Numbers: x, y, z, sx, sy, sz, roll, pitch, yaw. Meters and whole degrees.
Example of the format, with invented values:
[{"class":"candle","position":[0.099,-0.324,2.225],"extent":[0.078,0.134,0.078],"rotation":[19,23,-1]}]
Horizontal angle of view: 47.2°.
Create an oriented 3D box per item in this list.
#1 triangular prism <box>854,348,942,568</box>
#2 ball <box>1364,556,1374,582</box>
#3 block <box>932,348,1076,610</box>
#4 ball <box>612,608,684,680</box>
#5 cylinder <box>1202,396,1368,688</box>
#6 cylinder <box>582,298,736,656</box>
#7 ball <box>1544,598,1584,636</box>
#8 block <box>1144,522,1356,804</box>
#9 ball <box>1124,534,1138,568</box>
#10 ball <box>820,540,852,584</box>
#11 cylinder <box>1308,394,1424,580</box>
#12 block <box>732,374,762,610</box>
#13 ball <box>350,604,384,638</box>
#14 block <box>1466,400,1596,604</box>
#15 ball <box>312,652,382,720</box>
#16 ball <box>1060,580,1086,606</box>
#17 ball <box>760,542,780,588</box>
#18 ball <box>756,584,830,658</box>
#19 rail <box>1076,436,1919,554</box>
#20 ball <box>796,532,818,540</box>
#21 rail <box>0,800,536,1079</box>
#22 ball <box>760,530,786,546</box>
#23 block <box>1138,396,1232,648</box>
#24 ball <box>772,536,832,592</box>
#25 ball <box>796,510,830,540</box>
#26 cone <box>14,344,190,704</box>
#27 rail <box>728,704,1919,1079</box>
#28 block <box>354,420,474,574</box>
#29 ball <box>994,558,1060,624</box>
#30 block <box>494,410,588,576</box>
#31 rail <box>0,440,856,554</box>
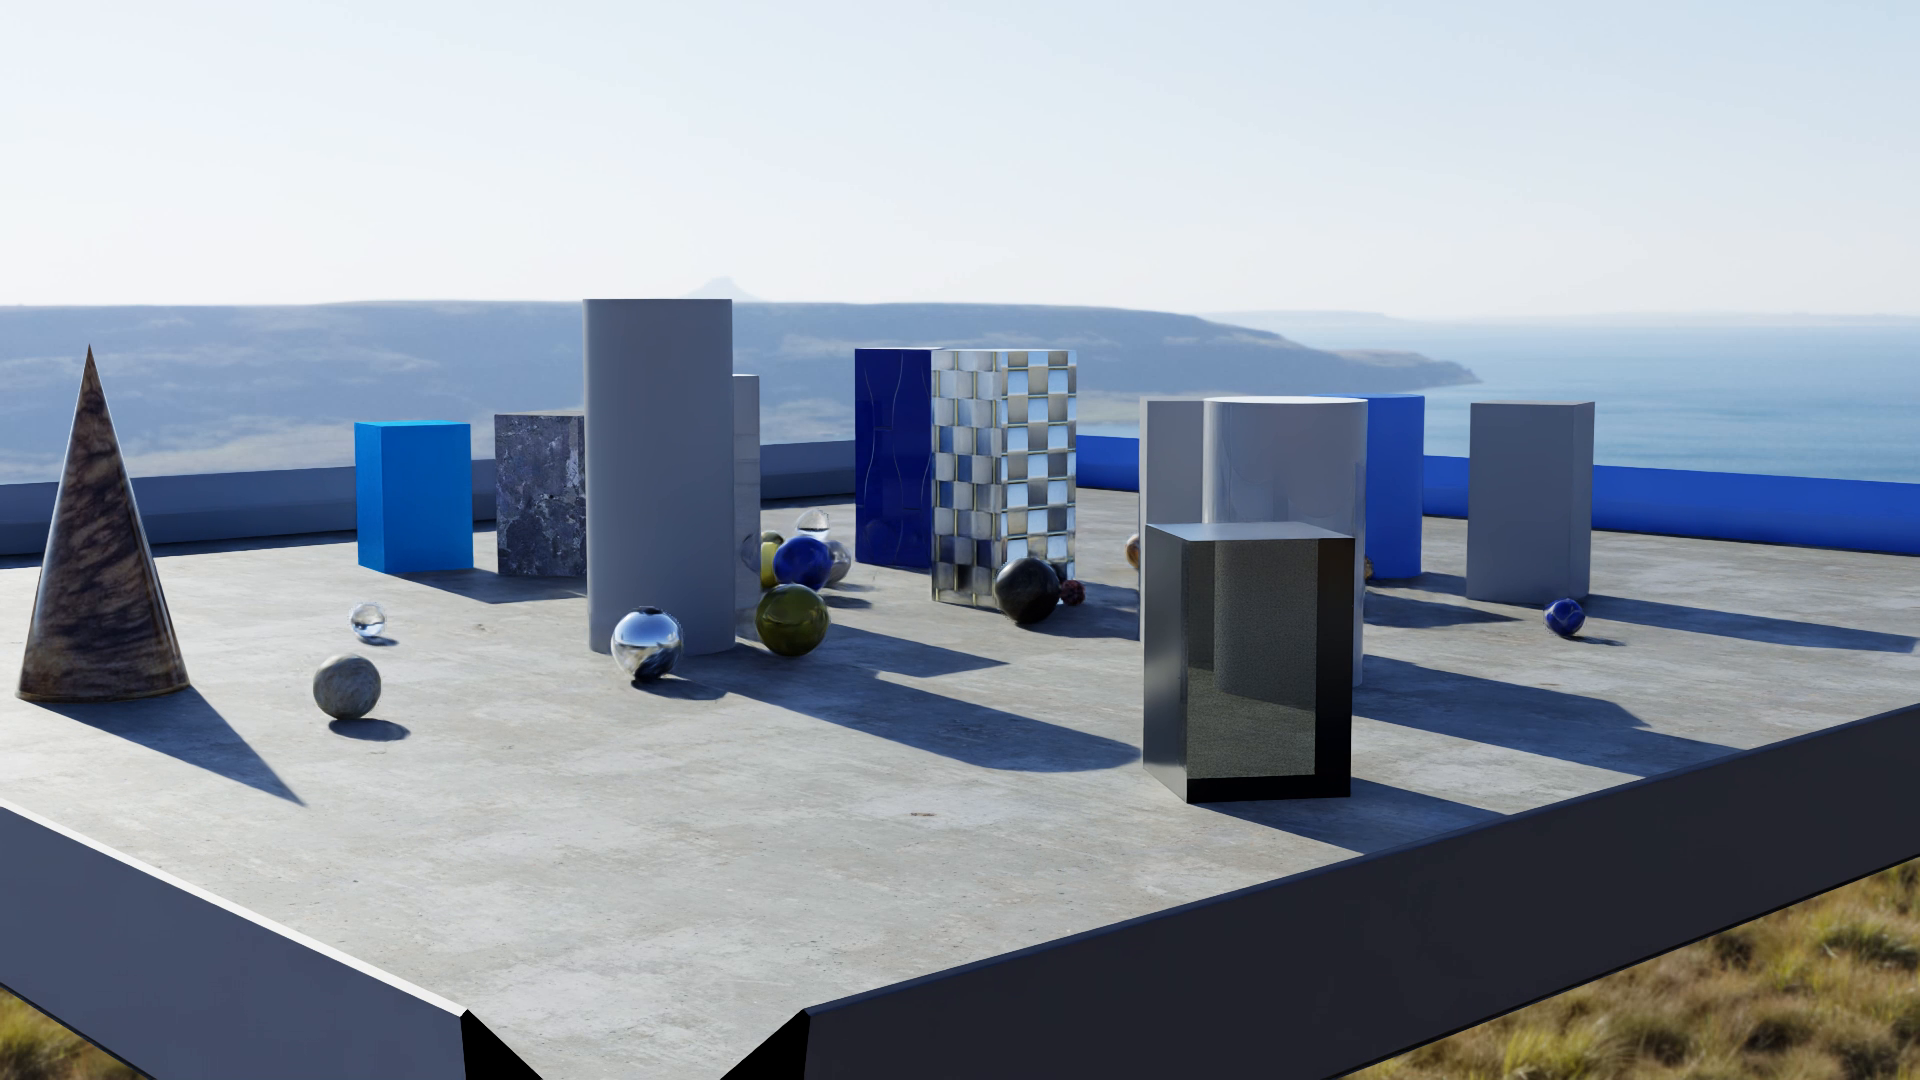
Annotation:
[{"class":"triangular prism","position":[-0.074,-0.150,3.879],"extent":[0.168,0.377,0.145],"rotation":[4,7,34]},{"class":"ball","position":[0.652,0.047,3.589],"extent":[0.045,0.045,0.045],"rotation":[0,6,0]},{"class":"block","position":[0.066,-0.097,3.345],"extent":[0.155,0.383,0.155],"rotation":[-5,8,-42]},{"class":"ball","position":[-0.377,0.125,2.650],"extent":[0.086,0.086,0.086],"rotation":[0,6,0]},{"class":"cylinder","position":[0.388,0.000,2.638],"extent":[0.194,0.337,0.194],"rotation":[0,6,0]},{"class":"cylinder","position":[-0.395,-0.087,2.895],"extent":[0.194,0.458,0.194],"rotation":[0,6,0]},{"class":"ball","position":[0.826,0.105,3.004],"extent":[0.052,0.052,0.052],"rotation":[0,6,0]},{"class":"block","position":[0.268,0.110,2.065],"extent":[0.155,0.239,0.155],"rotation":[-1,6,-10]},{"class":"ball","position":[0.314,0.019,3.773],"extent":[0.064,0.064,0.064],"rotation":[0,6,0]},{"class":"ball","position":[-0.213,0.035,3.579],"extent":[0.072,0.072,0.072],"rotation":[0,6,0]},{"class":"cylinder","position":[0.684,-0.094,3.719],"extent":[0.194,0.300,0.194],"rotation":[0,6,0]},{"class":"block","position":[-0.408,-0.073,3.287],"extent":[0.155,0.347,0.155],"rotation":[-6,8,-43]},{"class":"ball","position":[-0.806,0.110,2.991],"extent":[0.047,0.047,0.047],"rotation":[0,6,0]},{"class":"block","position":[0.884,-0.062,3.405],"extent":[0.155,0.302,0.155],"rotation":[3,7,27]},{"class":"ball","position":[-0.666,0.159,2.390],"extent":[0.073,0.073,0.073],"rotation":[0,6,0]},{"class":"ball","position":[0.169,0.079,3.310],"extent":[0.040,0.040,0.040],"rotation":[0,6,0]},{"class":"ball","position":[-0.307,0.041,3.512],"extent":[0.074,0.074,0.074],"rotation":[0,6,0]},{"class":"ball","position":[-0.215,0.103,2.822],"extent":[0.095,0.095,0.095],"rotation":[0,6,0]},{"class":"rail","position":[1.271,-0.090,4.498],"extent":[0.045,0.126,3.345],"rotation":[-5,8,-42]},{"class":"ball","position":[-0.269,0.018,3.806],"extent":[0.059,0.059,0.059],"rotation":[0,6,0]},{"class":"rail","position":[-1.271,0.155,2.166],"extent":[0.045,0.126,3.345],"rotation":[-5,8,-42]},{"class":"ball","position":[-0.327,0.017,3.782],"extent":[0.066,0.066,0.066],"rotation":[0,6,0]},{"class":"block","position":[0.319,-0.024,2.913],"extent":[0.155,0.328,0.155],"rotation":[0,6,1]},{"class":"ball","position":[-0.246,0.040,3.434],"extent":[0.093,0.093,0.093],"rotation":[0,6,0]},{"class":"ball","position":[-0.280,-0.024,4.179],"extent":[0.065,0.065,0.065],"rotation":[0,6,0]},{"class":"cone","position":[-1.007,-0.026,2.564],"extent":[0.194,0.406,0.194],"rotation":[0,6,0]},{"class":"rail","position":[1.118,0.159,2.127],"extent":[3.506,0.126,0.045],"rotation":[-5,8,-42]},{"class":"block","position":[-0.945,-0.078,3.805],"extent":[0.155,0.249,0.155],"rotation":[-4,7,-31]},{"class":"ball","position":[0.096,0.071,3.129],"extent":[0.094,0.094,0.094],"rotation":[0,6,0]},{"class":"block","position":[-0.685,-0.083,3.761],"extent":[0.155,0.268,0.155],"rotation":[2,6,18]},{"class":"rail","position":[-1.118,-0.094,4.537],"extent":[3.506,0.126,0.045],"rotation":[-5,8,-42]}]
